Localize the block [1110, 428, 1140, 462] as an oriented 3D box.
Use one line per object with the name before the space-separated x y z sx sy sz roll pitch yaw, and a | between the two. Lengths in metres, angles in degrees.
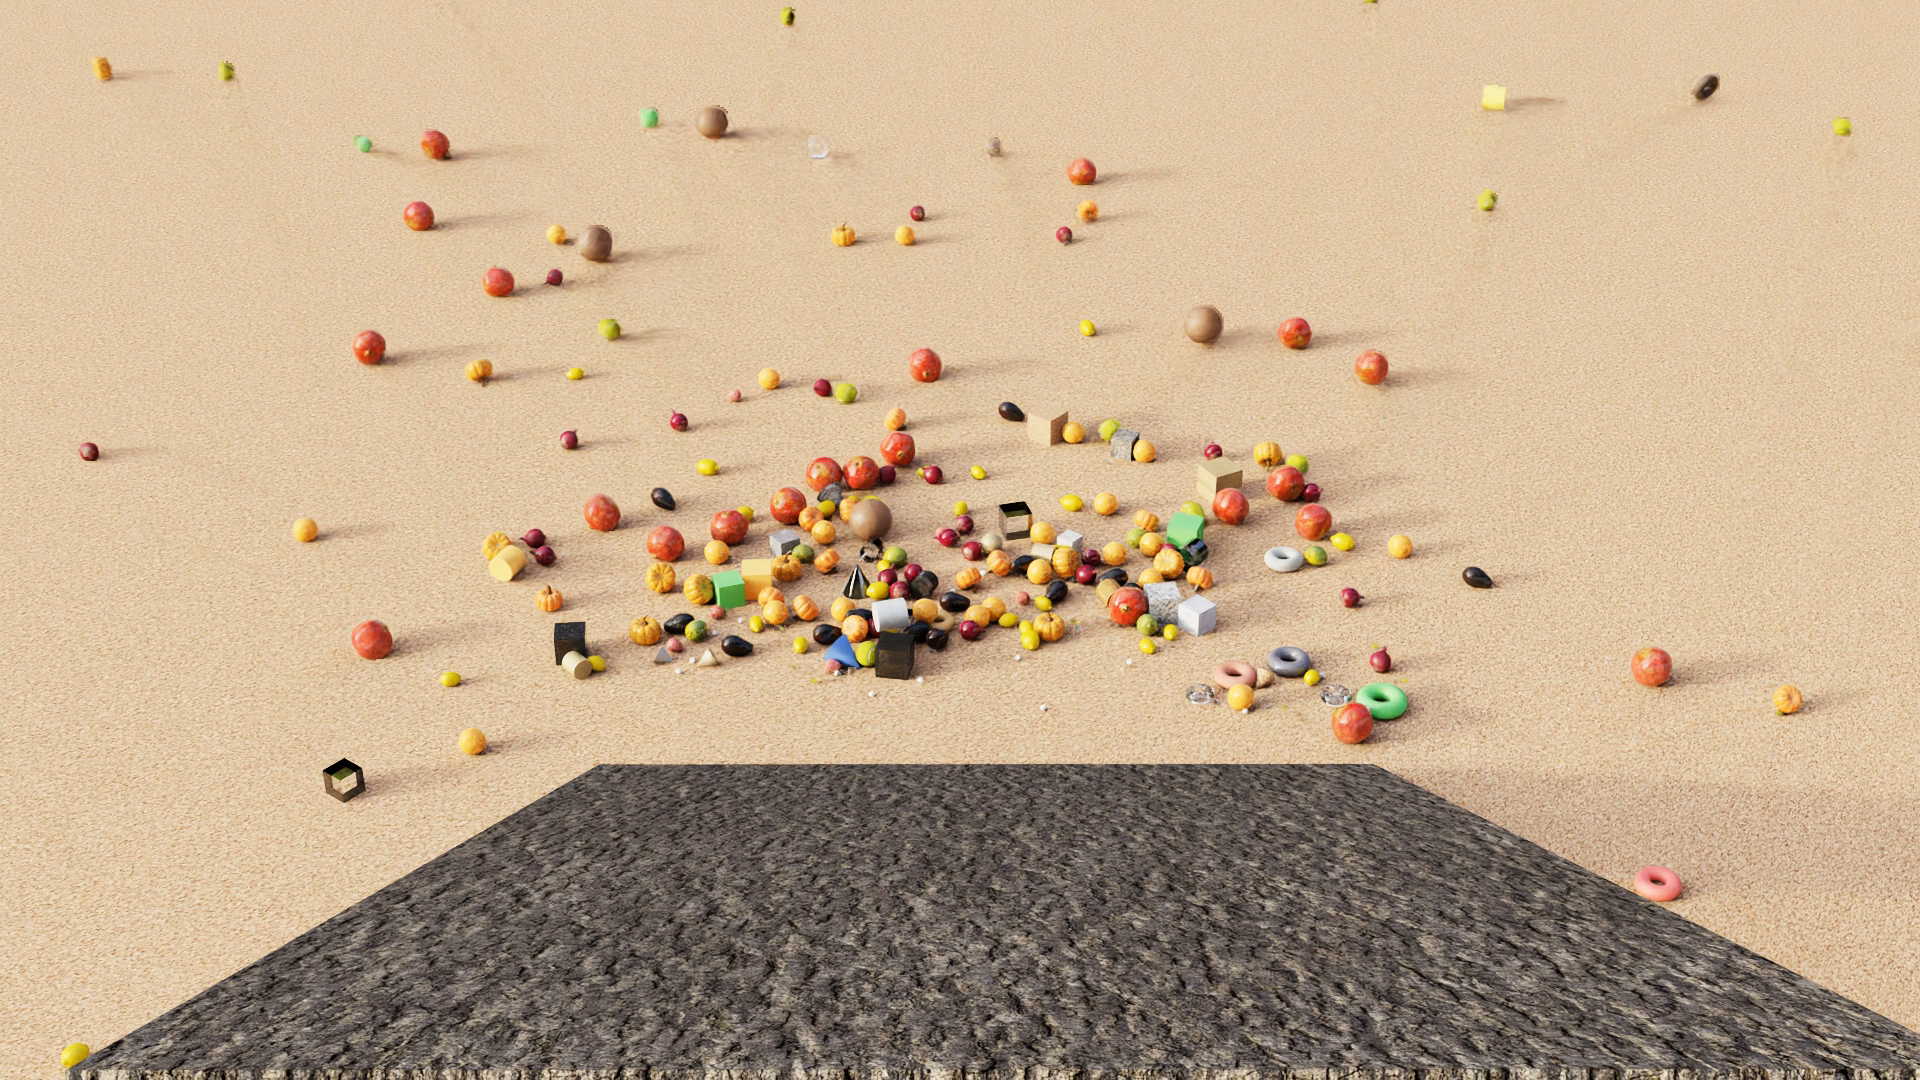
block | 0.526 -0.303 8.249 0.069 0.069 0.069 14 34 22

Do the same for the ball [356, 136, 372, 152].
ball | -2.391 -1.587 10.381 0.063 0.063 0.063 0 31 0

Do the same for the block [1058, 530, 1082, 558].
block | 0.329 0.012 7.741 0.055 0.055 0.055 22 38 32

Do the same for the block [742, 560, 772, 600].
block | -0.591 0.115 7.541 0.085 0.085 0.085 -2 31 -3

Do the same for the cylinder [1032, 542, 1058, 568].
cylinder | 0.251 0.044 7.681 0.063 0.063 0.063 13 33 20

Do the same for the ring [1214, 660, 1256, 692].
ring | 0.760 0.375 7.154 0.118 0.039 0.118 -1 32 1

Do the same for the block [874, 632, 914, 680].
block | -0.181 0.322 7.191 0.092 0.092 0.092 6 32 9

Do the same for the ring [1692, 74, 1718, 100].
ring | 3.122 -1.895 10.841 0.122 0.122 0.041 -17 53 -26

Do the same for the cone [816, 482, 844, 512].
cone | -0.379 -0.117 7.969 0.088 0.088 0.088 -24 65 -34

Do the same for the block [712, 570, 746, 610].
block | -0.670 0.145 7.499 0.077 0.077 0.077 -11 33 -18

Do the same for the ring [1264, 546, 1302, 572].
ring | 0.960 0.056 7.684 0.114 0.038 0.114 -1 31 1

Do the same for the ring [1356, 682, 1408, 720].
ring | 1.148 0.438 7.044 0.140 0.047 0.140 -1 32 1

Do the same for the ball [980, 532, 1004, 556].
ball | 0.095 0.012 7.728 0.068 0.068 0.068 0 31 0

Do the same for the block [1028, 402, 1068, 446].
block | 0.283 -0.372 8.341 0.092 0.092 0.092 23 38 33

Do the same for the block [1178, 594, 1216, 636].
block | 0.677 0.215 7.383 0.076 0.076 0.076 -26 40 -36

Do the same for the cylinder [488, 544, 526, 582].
cylinder | -1.332 0.069 7.624 0.078 0.078 0.078 17 49 26

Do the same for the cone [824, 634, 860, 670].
cone | -0.313 0.330 7.224 0.098 0.098 0.098 41 43 11

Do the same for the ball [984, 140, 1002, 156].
ball | 0.131 -1.566 10.344 0.066 0.066 0.066 0 31 0

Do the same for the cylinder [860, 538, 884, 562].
cylinder | -0.263 0.031 7.710 0.055 0.055 0.055 11 33 17

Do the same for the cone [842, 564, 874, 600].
cone | -0.297 0.108 7.542 0.095 0.095 0.095 0 31 0

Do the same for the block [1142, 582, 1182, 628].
block | 0.579 0.185 7.420 0.090 0.090 0.090 -4 31 -6

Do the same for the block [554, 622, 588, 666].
block | -1.089 0.289 7.250 0.086 0.086 0.086 -3 31 -5

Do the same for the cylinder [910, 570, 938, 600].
cylinder | -0.105 0.132 7.533 0.065 0.065 0.065 14 34 21

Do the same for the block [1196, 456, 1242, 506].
block | 0.805 -0.184 8.022 0.099 0.099 0.099 -16 35 -25

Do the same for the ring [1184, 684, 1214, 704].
ring | 0.657 0.420 7.091 0.083 0.028 0.083 -1 30 0

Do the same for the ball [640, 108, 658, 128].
ball | -1.272 -1.727 10.599 0.078 0.078 0.078 0 31 0

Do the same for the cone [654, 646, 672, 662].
cone | -0.822 0.331 7.242 0.052 0.052 0.052 30 34 -3

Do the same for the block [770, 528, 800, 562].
block | -0.521 0.017 7.722 0.066 0.066 0.066 -19 36 -29

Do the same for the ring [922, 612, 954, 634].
ring | -0.061 0.236 7.392 0.095 0.032 0.095 -3 28 1

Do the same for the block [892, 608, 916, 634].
block | -0.161 0.231 7.379 0.053 0.053 0.053 8 32 12

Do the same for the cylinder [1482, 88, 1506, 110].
cylinder | 2.222 -1.836 10.771 0.087 0.087 0.087 9 32 14

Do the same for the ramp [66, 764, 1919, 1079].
ramp | 0.069 0.614 4.690 2.000 0.100 4.000 0 0 0

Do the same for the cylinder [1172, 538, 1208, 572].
cylinder | 0.683 0.044 7.667 0.077 0.077 0.077 21 37 31

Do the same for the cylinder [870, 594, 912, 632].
cylinder | -0.196 0.211 7.295 0.085 0.085 0.085 -31 39 -11

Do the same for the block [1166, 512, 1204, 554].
block | 0.675 -0.017 7.755 0.089 0.089 0.089 10 33 17

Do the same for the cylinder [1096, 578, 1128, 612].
cylinder | 0.440 0.159 7.483 0.070 0.070 0.070 -13 34 -21

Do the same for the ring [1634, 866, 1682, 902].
ring | 1.719 0.845 6.377 0.114 0.038 0.114 0 32 0

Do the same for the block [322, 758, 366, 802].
block | -1.596 0.623 6.711 0.072 0.072 0.072 23 38 33

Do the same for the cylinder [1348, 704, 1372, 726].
cylinder | 1.078 0.470 6.984 0.053 0.053 0.053 7 31 27

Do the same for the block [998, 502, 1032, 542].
block | 0.168 -0.058 7.830 0.082 0.082 0.082 -8 32 -13

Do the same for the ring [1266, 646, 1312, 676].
ring | 0.916 0.338 7.214 0.124 0.041 0.124 -1 30 1

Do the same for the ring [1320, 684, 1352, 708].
ring | 1.028 0.425 7.081 0.088 0.029 0.088 0 32 0

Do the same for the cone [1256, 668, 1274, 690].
cone | 0.828 0.393 7.138 0.056 0.056 0.056 23 65 33

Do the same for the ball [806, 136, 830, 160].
ball | -0.566 -1.560 10.310 0.092 0.092 0.092 0 31 0
